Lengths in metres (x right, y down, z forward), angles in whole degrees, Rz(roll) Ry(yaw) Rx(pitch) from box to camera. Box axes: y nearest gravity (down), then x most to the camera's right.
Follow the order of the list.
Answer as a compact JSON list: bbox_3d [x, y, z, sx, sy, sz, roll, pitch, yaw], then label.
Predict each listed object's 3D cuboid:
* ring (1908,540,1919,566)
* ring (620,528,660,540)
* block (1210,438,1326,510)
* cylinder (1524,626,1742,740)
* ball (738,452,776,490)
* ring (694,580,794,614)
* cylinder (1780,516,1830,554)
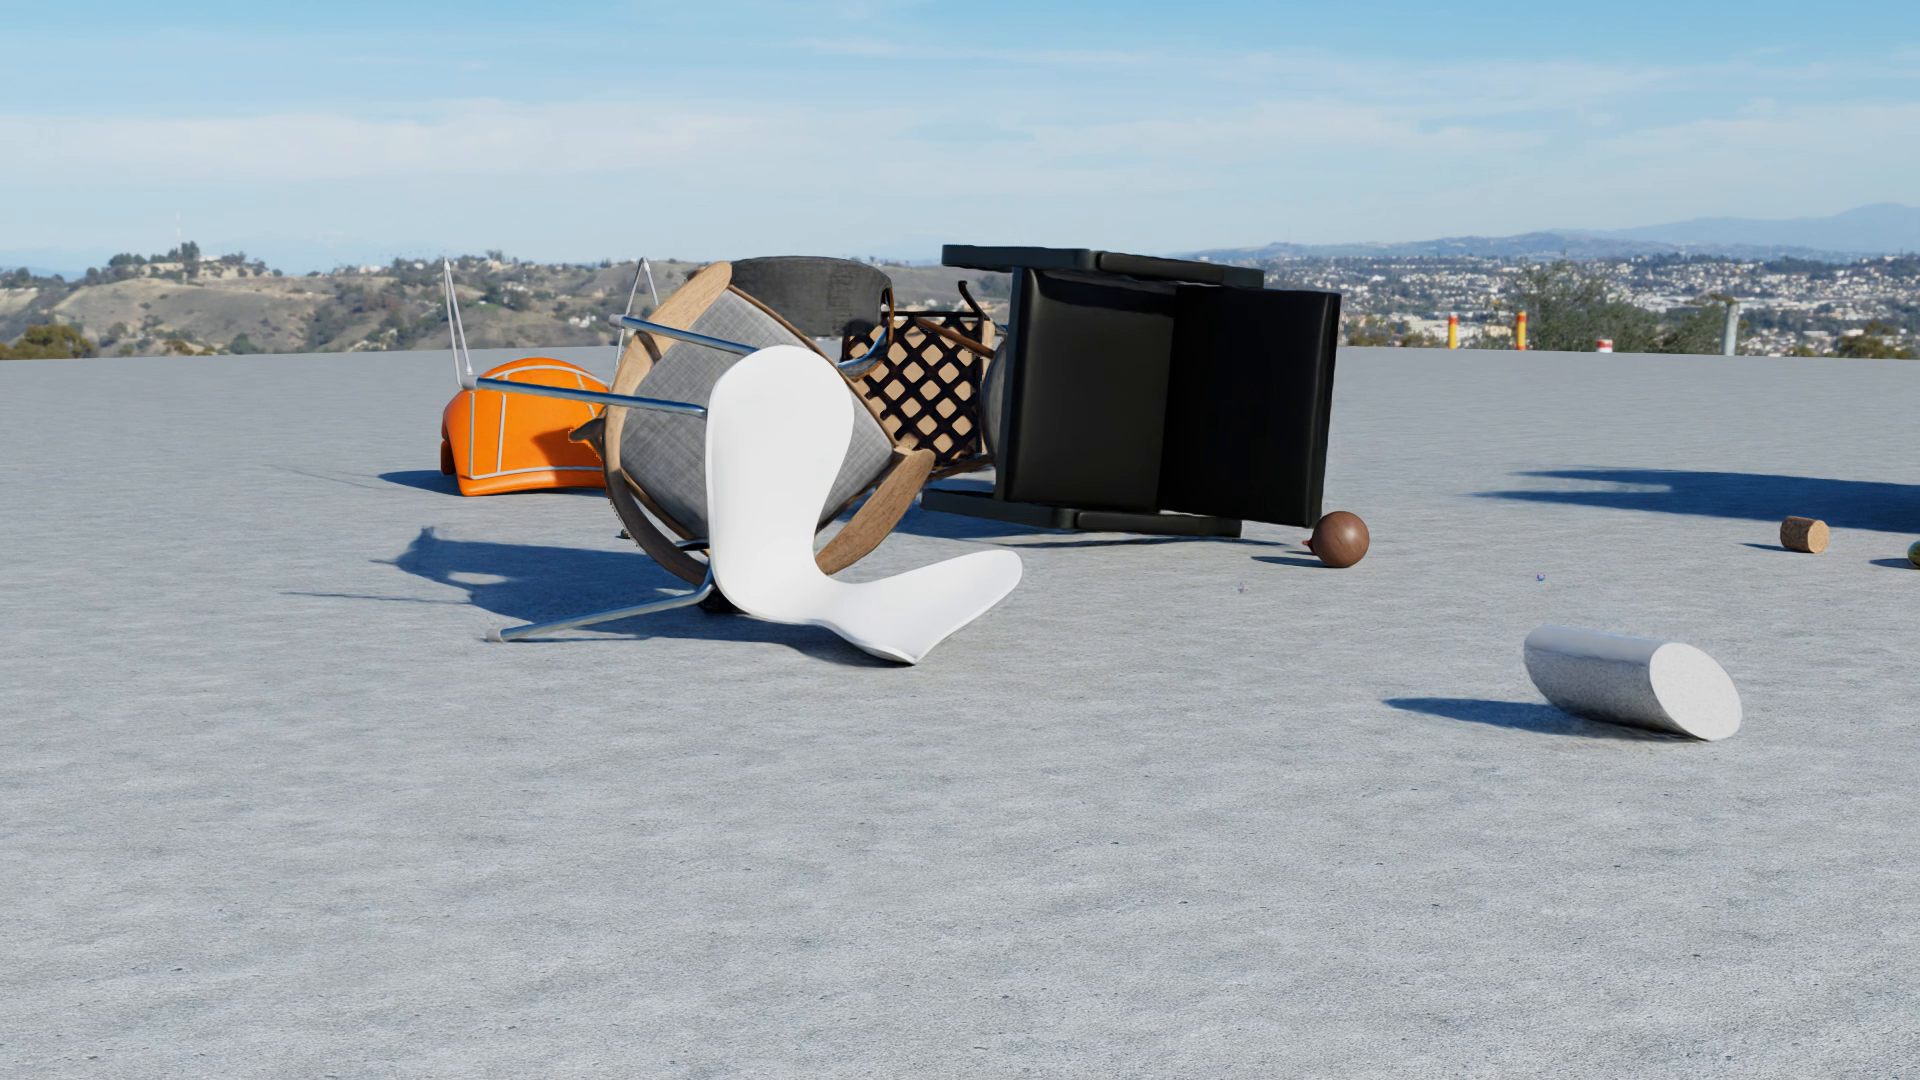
[{"bbox_3d":[2.267,0.032,5.803,0.261,0.062,0.216,-3,7,-31],"label":"ring"},{"bbox_3d":[-0.806,-0.017,6.458,0.102,0.025,0.091,3,6,36],"label":"ring"},{"bbox_3d":[0.876,-0.188,7.306,0.265,0.114,0.161,-4,48,-36],"label":"block"},{"bbox_3d":[0.966,0.205,3.690,0.239,0.112,0.220,31,-15,-36],"label":"cylinder"},{"bbox_3d":[-0.626,-0.214,7.904,0.119,0.119,0.119,0,6,0],"label":"ball"},{"bbox_3d":[-0.428,0.112,5.068,0.200,0.053,0.171,2,6,14],"label":"ring"},{"bbox_3d":[2.024,-0.013,6.149,0.058,0.079,0.121,4,3,-14],"label":"cylinder"}]
